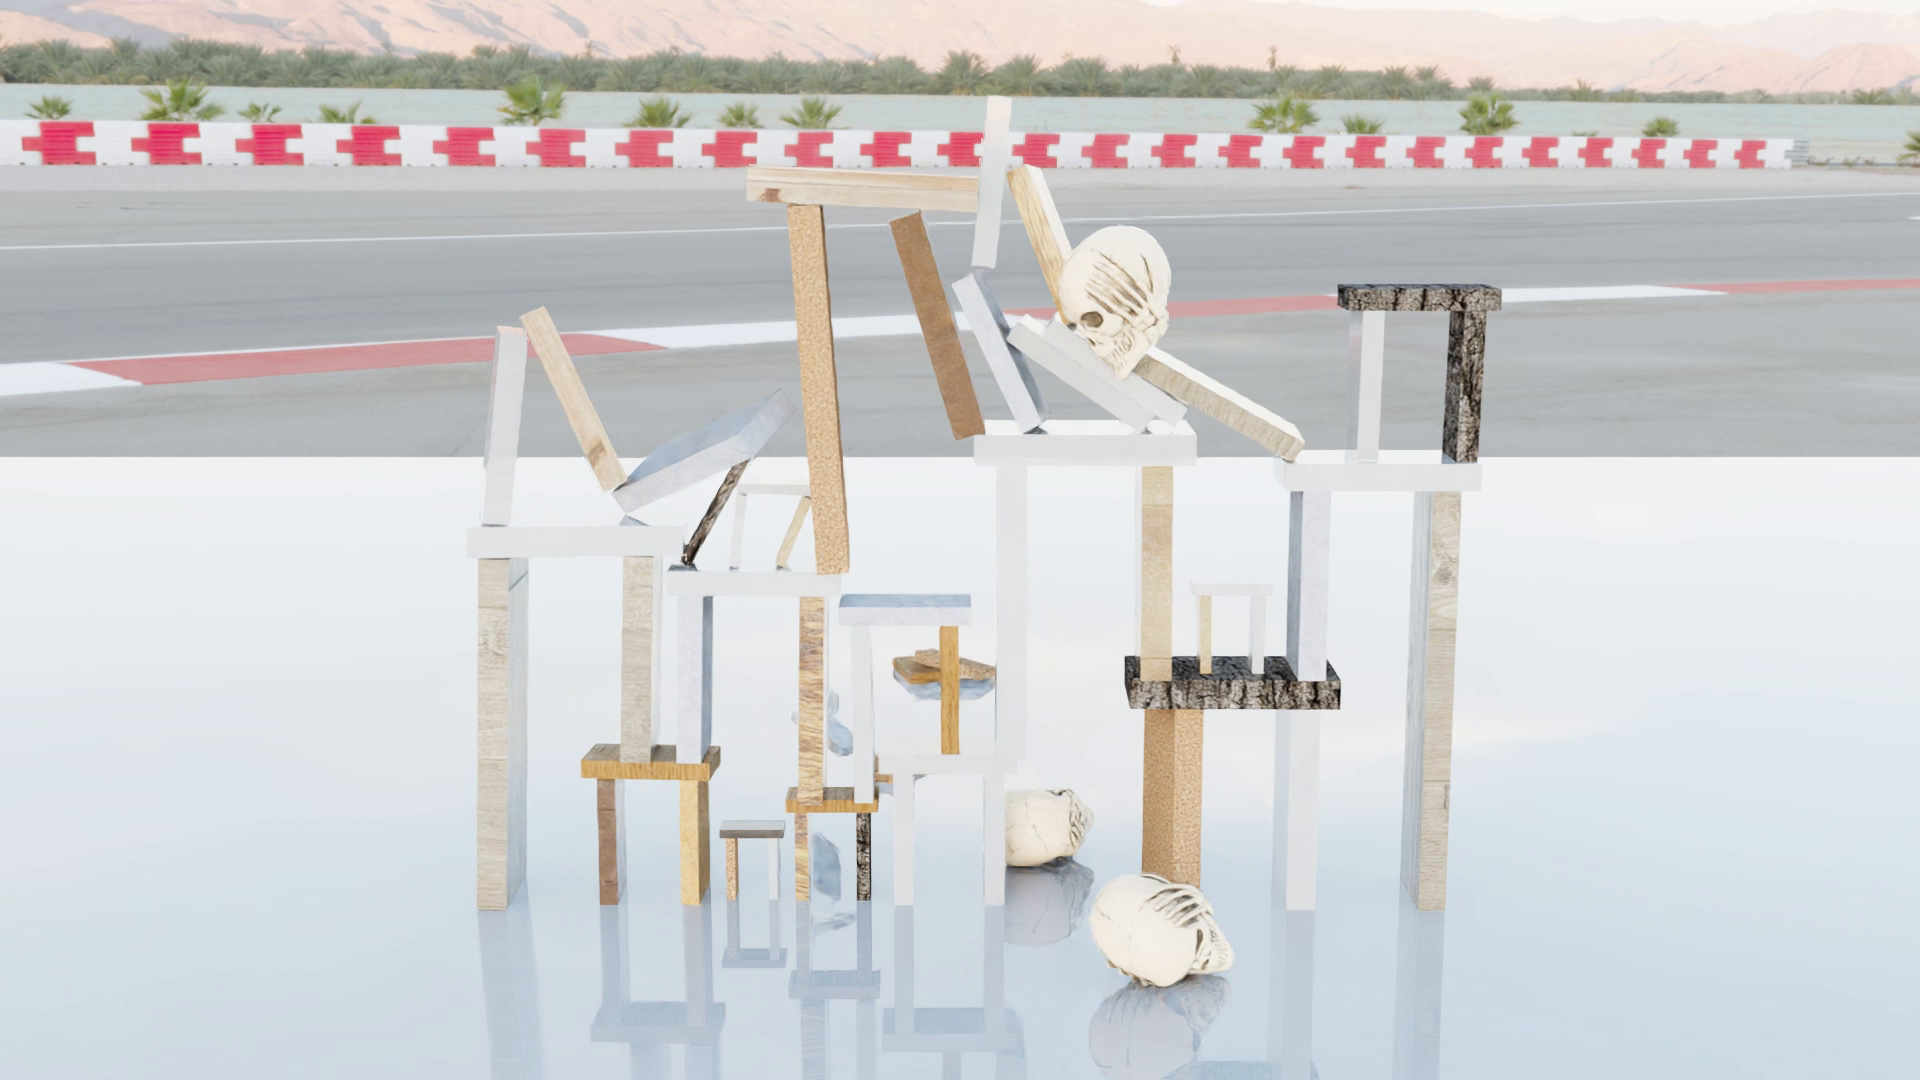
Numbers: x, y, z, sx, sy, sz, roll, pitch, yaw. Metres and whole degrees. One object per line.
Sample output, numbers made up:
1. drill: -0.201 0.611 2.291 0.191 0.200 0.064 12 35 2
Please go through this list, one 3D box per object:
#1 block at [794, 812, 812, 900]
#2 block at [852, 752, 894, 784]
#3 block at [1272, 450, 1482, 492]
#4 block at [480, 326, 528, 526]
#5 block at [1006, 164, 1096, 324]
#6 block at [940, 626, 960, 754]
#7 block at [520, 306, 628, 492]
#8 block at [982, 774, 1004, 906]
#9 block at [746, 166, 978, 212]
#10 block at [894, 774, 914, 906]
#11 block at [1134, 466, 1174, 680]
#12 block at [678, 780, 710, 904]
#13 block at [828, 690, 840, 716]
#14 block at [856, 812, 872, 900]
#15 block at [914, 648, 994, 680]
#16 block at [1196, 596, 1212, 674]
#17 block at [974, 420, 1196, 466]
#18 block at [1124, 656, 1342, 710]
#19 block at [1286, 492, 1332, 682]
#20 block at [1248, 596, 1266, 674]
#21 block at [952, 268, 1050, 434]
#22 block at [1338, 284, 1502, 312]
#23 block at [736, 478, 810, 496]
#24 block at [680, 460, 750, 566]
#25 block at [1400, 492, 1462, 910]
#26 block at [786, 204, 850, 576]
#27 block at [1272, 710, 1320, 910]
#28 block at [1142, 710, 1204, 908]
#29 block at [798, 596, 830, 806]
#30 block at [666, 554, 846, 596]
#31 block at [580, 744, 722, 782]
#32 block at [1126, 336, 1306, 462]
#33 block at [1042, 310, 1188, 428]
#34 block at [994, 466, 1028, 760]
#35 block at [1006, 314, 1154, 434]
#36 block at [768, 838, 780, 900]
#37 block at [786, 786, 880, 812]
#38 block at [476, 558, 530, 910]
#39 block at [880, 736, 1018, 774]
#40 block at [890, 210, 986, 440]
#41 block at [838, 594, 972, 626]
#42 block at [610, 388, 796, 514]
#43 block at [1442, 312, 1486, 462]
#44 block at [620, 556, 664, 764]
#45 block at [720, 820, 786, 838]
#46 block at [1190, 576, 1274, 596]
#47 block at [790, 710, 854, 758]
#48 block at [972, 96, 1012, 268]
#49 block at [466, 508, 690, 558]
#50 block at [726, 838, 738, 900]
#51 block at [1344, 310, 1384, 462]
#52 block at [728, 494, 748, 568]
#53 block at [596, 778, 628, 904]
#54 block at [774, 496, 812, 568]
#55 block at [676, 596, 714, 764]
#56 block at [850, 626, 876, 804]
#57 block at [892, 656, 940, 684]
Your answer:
1. block: -0.261 0.515 3.659 0.021 0.151 0.076 0 11 0
2. block: -0.136 0.446 4.378 0.086 0.024 0.171 5 12 24
3. block: 0.667 -0.112 3.534 0.308 0.044 0.154 0 11 0
4. block: -0.737 -0.187 3.546 0.043 0.303 0.152 5 9 -15
5. block: 0.145 -0.466 3.478 0.036 0.252 0.126 -21 2 14
6. block: -0.017 0.233 3.606 0.030 0.213 0.107 -1 11 0
7. block: -0.620 -0.225 3.531 0.043 0.303 0.152 -26 7 -8
8. block: 0.055 0.480 3.649 0.032 0.224 0.112 0 11 -1
9. block: -0.149 -0.553 3.458 0.355 0.050 0.177 3 10 0
10. block: -0.092 0.480 3.648 0.032 0.224 0.112 0 11 0
11. block: 0.314 0.038 3.575 0.049 0.348 0.174 0 11 1
12. block: -0.439 0.486 3.648 0.030 0.211 0.106 1 10 4
13. block: -0.259 0.333 4.210 0.018 0.065 0.131 35 -17 7
14. block: -0.160 0.515 3.659 0.021 0.151 0.076 0 11 0
15. block: -0.013 0.289 5.122 0.171 0.024 0.085 15 8 28
16. block: 0.398 0.147 3.587 0.018 0.130 0.065 -1 11 1
17. block: 0.197 -0.156 3.534 0.348 0.049 0.174 0 11 0
18. block: 0.443 0.233 3.610 0.338 0.048 0.169 0 11 1
19. block: 0.564 0.060 3.567 0.044 0.308 0.154 0 11 1
20. block: 0.484 0.148 3.584 0.018 0.130 0.065 1 11 1
21. block: 0.066 -0.303 3.505 0.037 0.259 0.130 -24 7 11
22. block: 0.727 -0.385 3.487 0.238 0.034 0.119 0 11 1
23. block: -0.299 -0.086 3.546 0.119 0.017 0.059 1 10 -4
24. block: -0.393 -0.054 3.547 0.018 0.202 0.065 29 11 -8
25. block: 0.769 0.250 3.602 0.044 0.693 0.154 0 11 0
26. block: -0.224 -0.246 3.515 0.050 0.579 0.177 -4 11 -1
27. block: 0.556 0.423 3.643 0.048 0.338 0.169 0 11 0
28. block: 0.352 0.420 3.660 0.048 0.338 0.169 -2 11 -12
29. block: -0.240 0.248 3.611 0.039 0.347 0.139 1 10 0
30. block: -0.328 0.058 3.575 0.278 0.039 0.139 0 10 -1
31. block: -0.509 0.366 3.631 0.211 0.030 0.106 1 10 5
32. block: 0.405 -0.225 3.507 0.298 0.036 0.126 29 14 -7
33. block: 0.247 -0.274 3.503 0.252 0.036 0.126 34 13 -3
34. block: 0.082 0.103 3.582 0.049 0.478 0.174 0 11 0
35. block: 0.197 -0.267 3.514 0.259 0.037 0.130 35 13 0
36. block: -0.309 0.539 3.657 0.015 0.105 0.053 0 11 0
37. block: -0.211 0.430 3.644 0.151 0.021 0.076 0 11 0
38. block: -0.752 0.302 3.620 0.048 0.583 0.171 2 10 0
39. block: -0.019 0.354 3.624 0.224 0.032 0.112 0 11 0
40. block: -0.033 -0.346 3.497 0.050 0.355 0.177 -16 10 3
41. block: -0.089 0.113 3.582 0.213 0.030 0.107 0 11 0
42. block: -0.417 -0.143 3.568 0.303 0.043 0.152 -21 21 37
43. block: 0.804 -0.251 3.509 0.034 0.238 0.119 1 11 1
44. block: -0.523 0.179 3.620 0.048 0.341 0.171 2 10 -3
45. block: -0.344 0.479 3.647 0.105 0.015 0.053 0 11 0
46. block: 0.440 0.075 3.572 0.130 0.018 0.065 1 11 2
47. block: -0.238 0.346 3.983 0.131 0.018 0.065 33 26 31
48. block: 0.050 -0.561 3.449 0.037 0.259 0.130 6 9 0
49. block: -0.617 -0.012 3.577 0.341 0.048 0.171 -1 10 -4
50. block: -0.379 0.539 3.657 0.015 0.105 0.053 0 11 0
51. block: 0.646 -0.252 3.513 0.034 0.238 0.119 1 11 0
52. block: -0.357 -0.019 3.550 0.017 0.119 0.059 7 10 -5
53. block: -0.577 0.486 3.648 0.030 0.212 0.106 0 10 -1
54. block: -0.268 -0.018 3.558 0.017 0.119 0.059 23 9 -6
55. block: -0.434 0.213 3.608 0.039 0.278 0.139 2 10 1
56. block: -0.159 0.274 3.612 0.030 0.297 0.107 -1 11 0
57. block: -0.096 0.303 5.147 0.085 0.024 0.171 -3 11 -16
